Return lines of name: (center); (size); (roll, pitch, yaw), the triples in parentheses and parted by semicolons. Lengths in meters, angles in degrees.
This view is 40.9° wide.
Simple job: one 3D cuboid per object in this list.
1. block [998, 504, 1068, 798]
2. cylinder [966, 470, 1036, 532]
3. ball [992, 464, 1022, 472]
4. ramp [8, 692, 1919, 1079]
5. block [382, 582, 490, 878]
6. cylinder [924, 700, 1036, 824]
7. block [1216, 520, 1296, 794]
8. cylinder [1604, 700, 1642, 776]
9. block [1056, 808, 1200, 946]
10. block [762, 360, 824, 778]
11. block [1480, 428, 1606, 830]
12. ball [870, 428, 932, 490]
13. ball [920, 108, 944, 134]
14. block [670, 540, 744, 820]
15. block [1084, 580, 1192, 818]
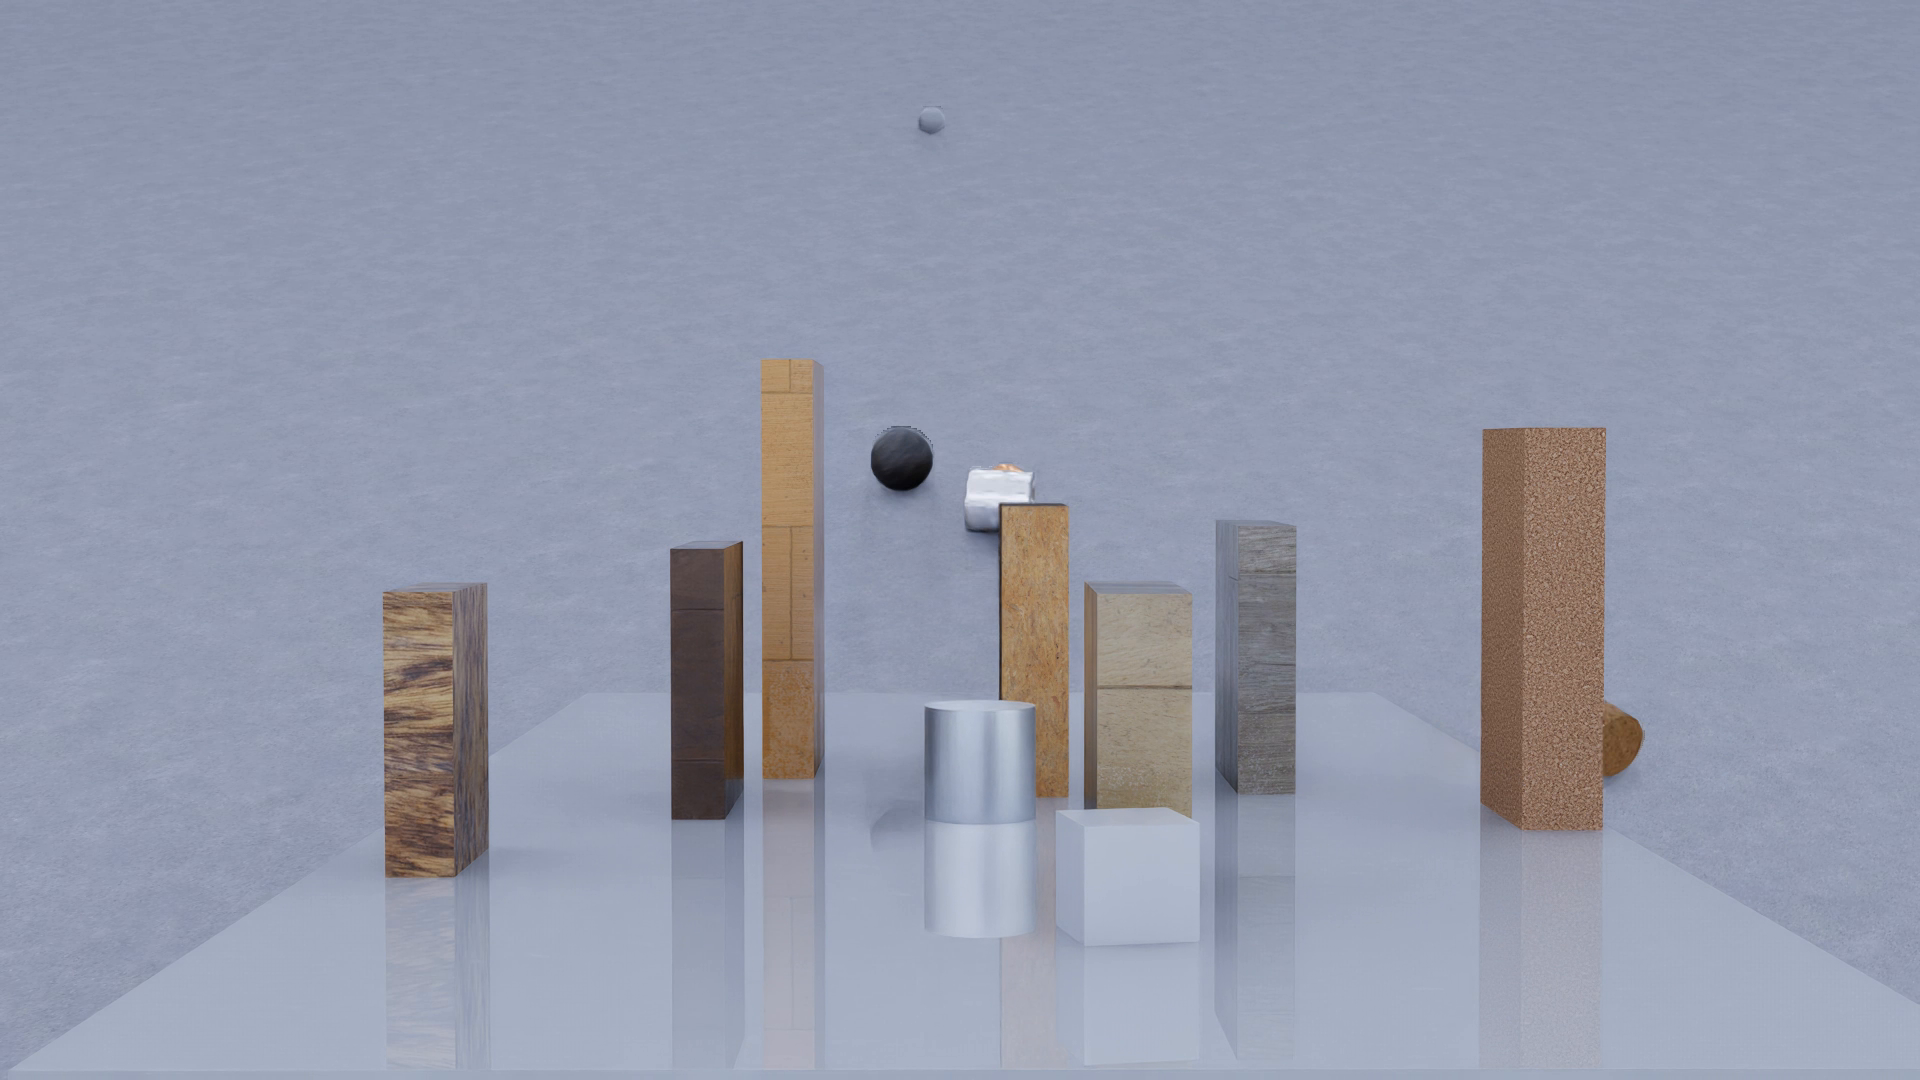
block: (0.133, 0.193, 4.705); (0.118, 0.515, 0.301); (0, 2, 0)
cylinder: (0.120, -0.114, 7.636); (0.183, 0.183, 0.183); (4, 25, 8)
ball: (0.140, -0.169, 7.844); (0.127, 0.127, 0.127); (0, 24, 0)
ramp: (0.056, 0.506, 4.550); (2.000, 0.100, 4.000); (0, 2, 0)
block: (-0.777, 0.275, 3.835); (0.099, 0.411, 0.276); (0, 2, 0)
cylinder: (0.034, 0.370, 4.317); (0.187, 0.187, 0.187); (0, 2, 0)
block: (0.547, 0.208, 4.793); (0.103, 0.479, 0.407); (0, 2, 0)
cylinder: (1.569, 0.476, 6.377); (0.164, 0.164, 0.164); (-12, 27, -25)
block: (0.211, 0.425, 3.270); (0.148, 0.148, 0.148); (0, 2, -12)
block: (-0.322, 0.048, 5.006); (0.096, 0.784, 0.397); (0, 2, 0)
block: (0.972, 0.138, 4.313); (0.131, 0.650, 0.331); (0, 2, 0)
ball: (-0.181, -0.248, 7.937); (0.193, 0.193, 0.193); (0, 24, 0)
ball: (-0.126, -1.900, 11.670); (0.117, 0.117, 0.117); (0, 24, 0)
block: (-0.436, 0.233, 4.471); (0.089, 0.451, 0.383); (0, 2, 0)
block: (0.247, 0.277, 3.619); (0.127, 0.421, 0.348); (0, 2, 0)
